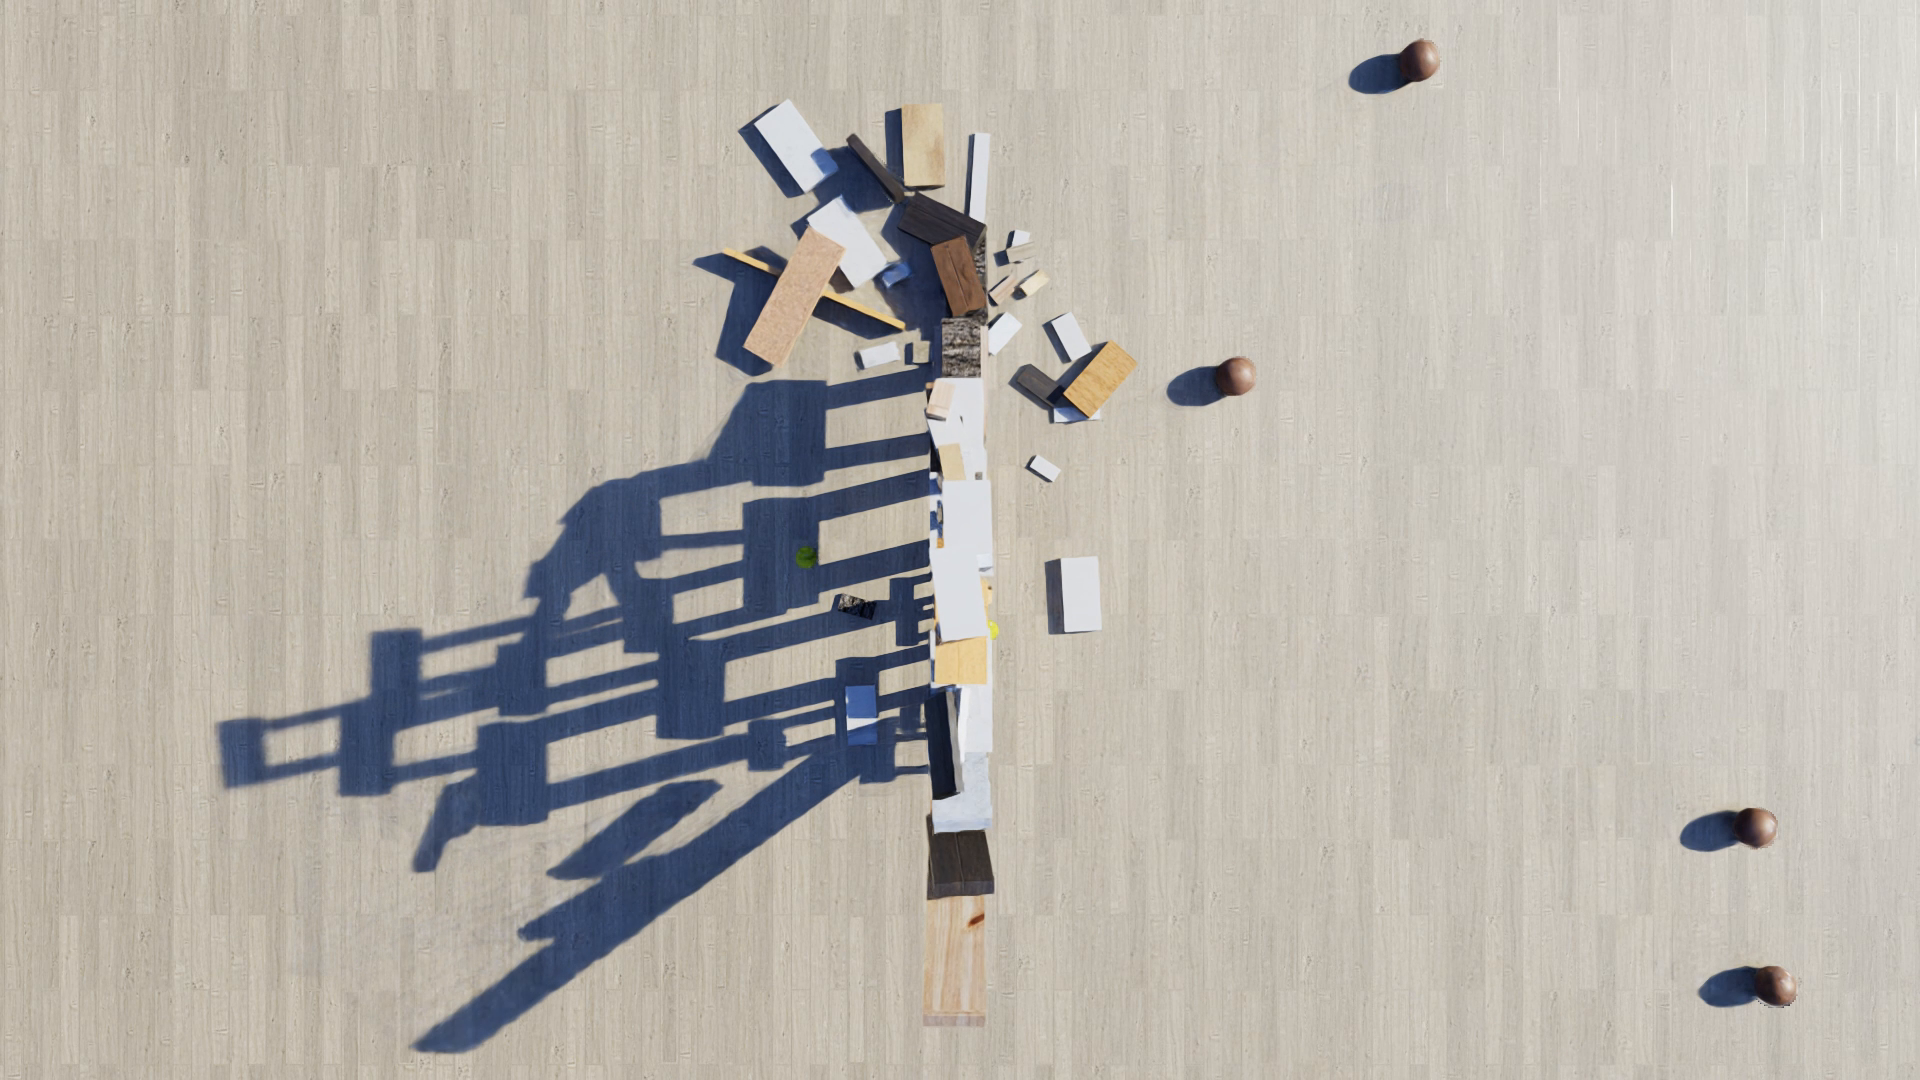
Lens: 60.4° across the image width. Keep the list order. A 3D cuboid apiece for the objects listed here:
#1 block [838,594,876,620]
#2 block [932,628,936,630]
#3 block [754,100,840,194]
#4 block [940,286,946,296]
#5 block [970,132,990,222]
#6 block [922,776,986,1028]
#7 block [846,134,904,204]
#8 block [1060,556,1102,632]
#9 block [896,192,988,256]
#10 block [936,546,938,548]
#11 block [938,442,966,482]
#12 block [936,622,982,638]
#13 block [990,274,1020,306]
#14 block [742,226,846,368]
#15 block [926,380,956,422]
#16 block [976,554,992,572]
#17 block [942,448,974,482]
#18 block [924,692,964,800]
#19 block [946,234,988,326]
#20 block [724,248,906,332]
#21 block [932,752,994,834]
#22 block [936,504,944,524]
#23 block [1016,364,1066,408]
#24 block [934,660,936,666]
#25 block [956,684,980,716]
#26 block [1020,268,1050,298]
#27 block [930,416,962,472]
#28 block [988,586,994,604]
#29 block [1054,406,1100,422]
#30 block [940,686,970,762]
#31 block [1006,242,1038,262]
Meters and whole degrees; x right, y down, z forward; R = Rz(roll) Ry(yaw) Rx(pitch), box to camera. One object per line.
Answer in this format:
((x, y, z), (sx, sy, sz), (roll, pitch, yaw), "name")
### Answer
((-0.343, 0.222, 5.492), (0.119, 0.017, 0.059), (16, 90, 0), "block")
((0.003, 0.292, 4.736), (0.167, 0.335, 0.047), (1, 92, 0), "block")
((-0.542, -1.307, 5.480), (0.140, 0.040, 0.281), (-36, 90, 0), "block")
((-0.014, -0.812, 5.437), (0.097, 0.014, 0.049), (35, 94, 11), "block")
((0.059, -1.101, 5.493), (0.050, 0.014, 0.506), (4, 90, 0), "block")
((-0.011, 0.945, 4.847), (0.167, 1.123, 0.047), (1, 127, 0), "block")
((-0.277, -1.222, 5.431), (0.035, 0.122, 0.244), (-40, 86, 0), "block")
((0.402, 0.179, 5.483), (0.122, 0.035, 0.244), (-3, 90, 0), "block")
((-0.058, -1.033, 5.447), (0.269, 0.038, 0.135), (28, 90, 14), "block")
((-0.006, 0.034, 4.704), (0.119, 0.238, 0.034), (0, 93, 0), "block")
((-0.022, -0.209, 4.625), (0.061, 0.017, 0.122), (-8, 74, -7), "block")
((0.000, 0.224, 4.103), (0.112, 0.223, 0.032), (0, 85, 0), "block")
((0.150, -0.832, 5.493), (0.099, 0.014, 0.050), (-41, 90, 0), "block")
((-0.543, -0.795, 5.414), (0.140, 0.040, 0.448), (30, 101, -1), "block")
((-0.056, -0.402, 4.741), (0.061, 0.017, 0.122), (15, 58, 0), "block")
((0.022, 0.061, 4.129), (0.112, 0.274, 0.032), (-6, 87, 0), "block")
((-0.005, -0.200, 4.704), (0.093, 0.185, 0.026), (0, 127, 0), "block")
((-0.044, 0.551, 4.421), (0.028, 0.098, 0.273), (11, 63, -38), "block")
((0.023, -0.802, 5.456), (0.135, 0.038, 0.427), (-1, 87, 11), "block")
((-0.479, -0.829, 5.463), (0.643, 0.074, 0.021), (23, 90, 0), "block")
((0.002, 0.704, 4.808), (0.167, 0.335, 0.047), (-5, 128, 1), "block")
((0.007, -0.074, 4.460), (0.125, 0.302, 0.035), (-5, 88, -3), "block")
((0.271, -0.514, 5.489), (0.149, 0.021, 0.074), (36, 90, 0), "block")
((0.002, 0.333, 4.386), (0.133, 0.266, 0.038), (-1, 87, 0), "block")
((0.023, 0.422, 4.511), (0.059, 0.017, 0.119), (-3, 89, -2), "block")
((0.248, -0.854, 5.486), (0.094, 0.013, 0.047), (-40, 93, -8), "block")
((-0.038, -0.274, 4.717), (0.093, 0.026, 0.185), (0, 53, 0), "block")
((0.017, 0.137, 4.403), (0.133, 0.297, 0.038), (9, 90, 0), "block")
((0.389, -0.421, 5.493), (0.151, 0.013, 0.047), (-4, 90, 0), "block")
((-0.022, 0.496, 4.461), (0.028, 0.098, 0.195), (10, 81, -37), "block")
((0.205, -0.956, 5.479), (0.097, 0.014, 0.049), (-15, 90, 0), "block")
